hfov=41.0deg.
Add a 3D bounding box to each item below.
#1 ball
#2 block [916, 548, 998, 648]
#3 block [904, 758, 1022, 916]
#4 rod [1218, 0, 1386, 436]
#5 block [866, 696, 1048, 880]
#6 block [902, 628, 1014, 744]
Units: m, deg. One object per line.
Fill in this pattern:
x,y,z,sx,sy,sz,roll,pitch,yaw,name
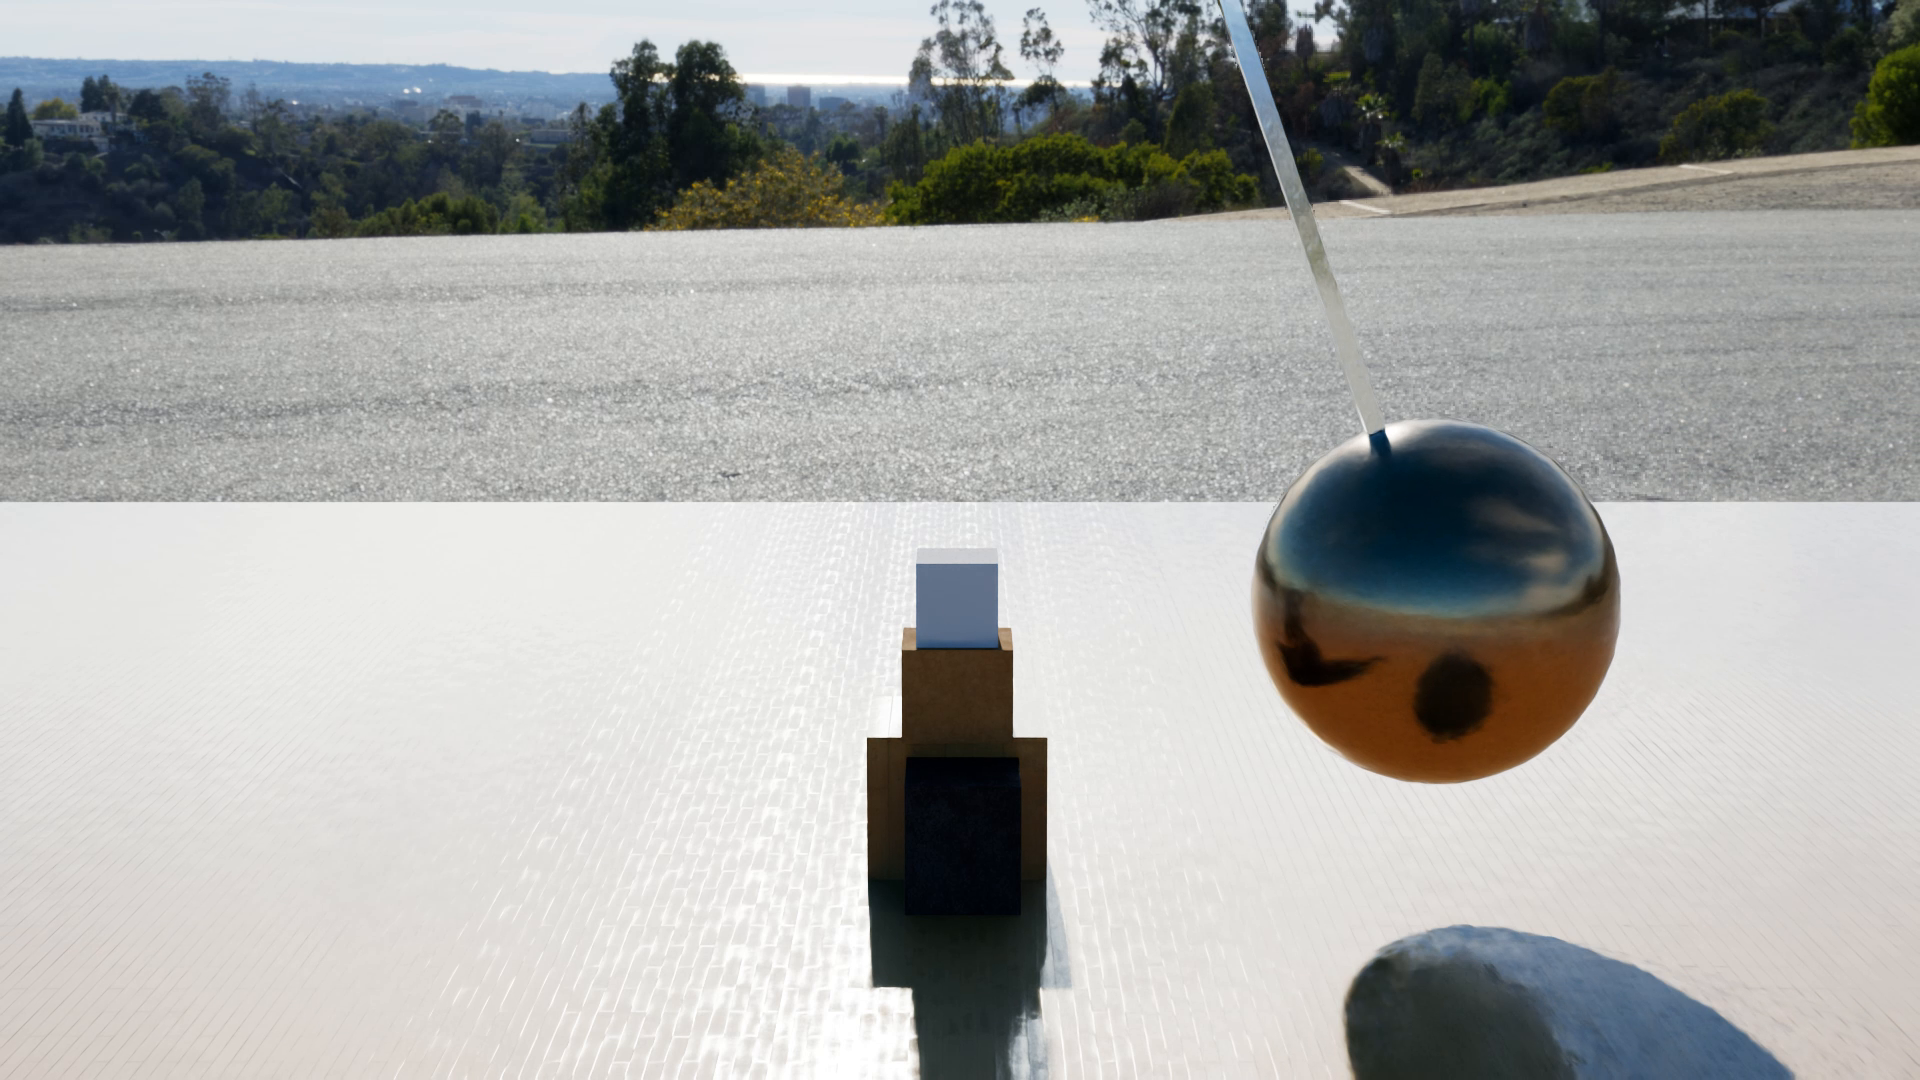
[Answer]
2.074,0.267,11.229,1.600,1.600,1.600,0,10,0,ball
-0.013,0.250,11.226,0.354,0.370,0.367,0,10,0,block
0.012,1.268,11.027,0.490,0.560,0.472,0,10,0,block
0.899,-2.872,10.658,0.080,5.200,0.080,-20,10,4,rod
-0.013,1.114,11.628,0.792,0.649,0.745,0,10,0,block
-0.011,0.635,11.296,0.483,0.412,0.463,0,10,0,block
